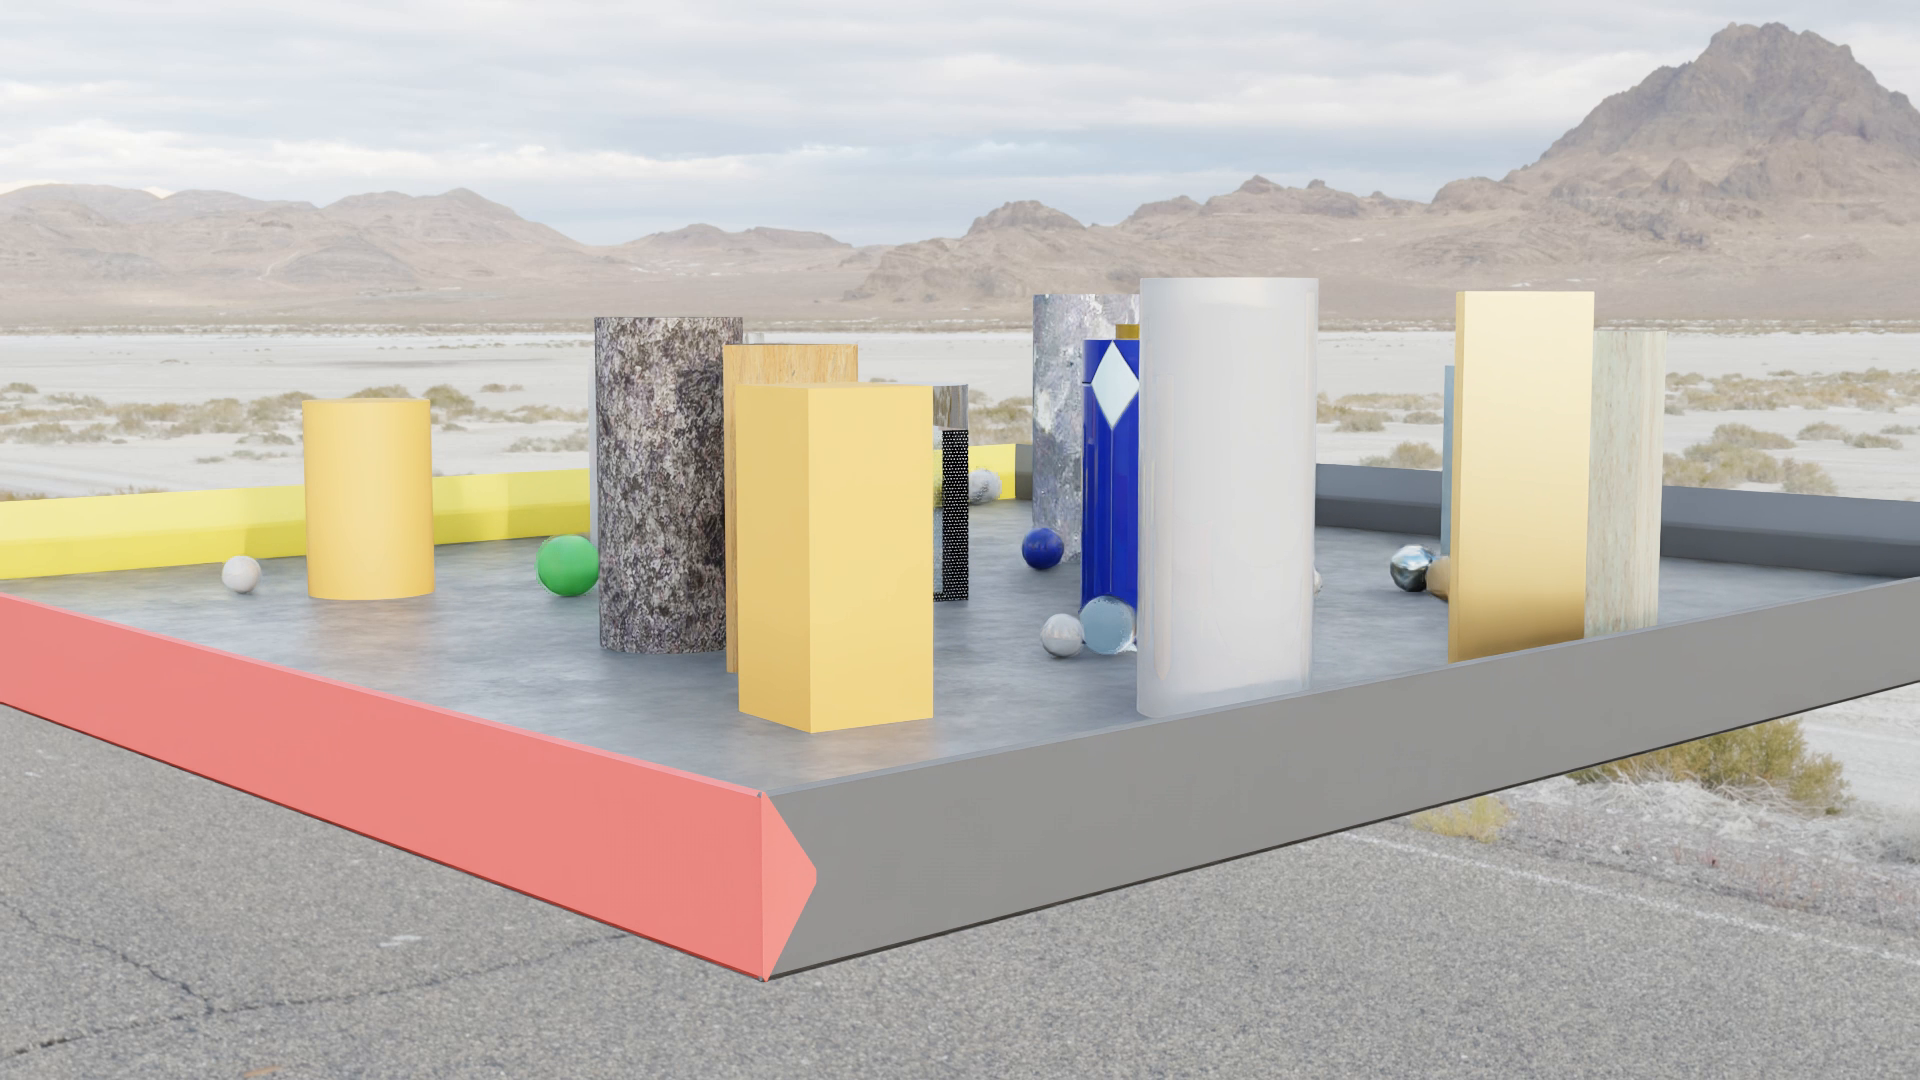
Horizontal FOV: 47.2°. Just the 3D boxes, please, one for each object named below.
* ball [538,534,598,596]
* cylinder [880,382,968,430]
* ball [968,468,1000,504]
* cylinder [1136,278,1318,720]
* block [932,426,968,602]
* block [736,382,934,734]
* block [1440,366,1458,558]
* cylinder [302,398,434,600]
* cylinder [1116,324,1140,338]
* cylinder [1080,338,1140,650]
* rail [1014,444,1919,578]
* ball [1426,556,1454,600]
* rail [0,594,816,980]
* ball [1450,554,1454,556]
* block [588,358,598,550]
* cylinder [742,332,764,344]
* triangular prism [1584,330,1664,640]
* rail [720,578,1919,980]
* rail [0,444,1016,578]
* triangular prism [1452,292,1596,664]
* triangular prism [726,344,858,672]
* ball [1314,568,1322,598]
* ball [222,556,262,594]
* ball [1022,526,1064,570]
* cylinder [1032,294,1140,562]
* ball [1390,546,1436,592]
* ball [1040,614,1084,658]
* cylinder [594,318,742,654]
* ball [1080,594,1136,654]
[{"bbox_3d":[-0.607,0.040,3.416,0.097,0.097,0.097,0,6,0],"label":"ball"},{"bbox_3d":[-0.082,-0.099,3.668,0.195,0.321,0.195,0,6,0],"label":"cylinder"},{"bbox_3d":[0.050,-0.122,5.025,0.083,0.083,0.083,0,6,0],"label":"ball"},{"bbox_3d":[0.294,-0.048,2.430,0.195,0.478,0.195,0,6,0],"label":"cylinder"},{"bbox_3d":[-0.090,-0.042,3.409,0.156,0.262,0.156,-3,7,-24],"label":"block"},{"bbox_3d":[-0.138,0.012,2.408,0.156,0.363,0.156,-4,7,-34],"label":"block"},{"bbox_3d":[0.881,-0.099,3.504,0.156,0.356,0.156,-4,7,-32],"label":"block"},{"bbox_3d":[-0.931,-0.068,3.464,0.195,0.303,0.195,0,6,0],"label":"cylinder"},{"bbox_3d":[0.344,-0.133,3.512,0.195,0.421,0.195,0,6,0],"label":"cylinder"},{"bbox_3d":[0.260,-0.066,2.947,0.195,0.405,0.195,0,6,0],"label":"cylinder"},{"bbox_3d":[0.995,-0.063,4.245,0.045,0.126,2.601,-5,8,-42],"label":"rail"},{"bbox_3d":[0.748,0.059,3.373,0.068,0.068,0.068,0,6,0],"label":"ball"},{"bbox_3d":[-0.995,0.129,2.419,0.045,0.126,2.601,-5,8,-42],"label":"rail"},{"bbox_3d":[0.784,0.053,3.457,0.063,0.063,0.063,0,6,0],"label":"ball"},{"bbox_3d":[-0.576,-0.158,4.053,0.156,0.357,0.156,2,6,20],"label":"block"},{"bbox_3d":[-0.414,-0.133,3.586,0.195,0.406,0.195,0,6,0],"label":"cylinder"},{"bbox_3d":[0.876,-0.066,2.899,0.146,0.416,0.169,-4,7,-35],"label":"triangular prism"},{"bbox_3d":[0.866,0.131,2.399,2.755,0.126,0.045,-5,8,-42],"label":"rail"},{"bbox_3d":[-0.866,-0.065,4.265,2.755,0.126,0.045,-5,8,-42],"label":"rail"},{"bbox_3d":[0.619,-0.055,2.564,0.169,0.464,0.146,-2,6,-15],"label":"triangular prism"},{"bbox_3d":[-0.231,-0.047,2.782,0.169,0.401,0.146,-2,6,-21],"label":"triangular prism"},{"bbox_3d":[0.524,0.066,3.361,0.057,0.057,0.057,0,6,0],"label":"ball"},{"bbox_3d":[-1.129,0.054,3.458,0.059,0.059,0.059,0,6,0],"label":"ball"},{"bbox_3d":[0.142,0.014,3.774,0.074,0.074,0.074,0,6,0],"label":"ball"},{"bbox_3d":[0.228,-0.204,3.949,0.195,0.471,0.195,0,6,0],"label":"cylinder"},{"bbox_3d":[0.717,0.045,3.471,0.075,0.075,0.075,0,6,0],"label":"ball"},{"bbox_3d":[0.131,0.123,2.821,0.056,0.056,0.056,0,6,0],"label":"ball"},{"bbox_3d":[-0.385,-0.078,2.927,0.195,0.434,0.195,0,6,0],"label":"cylinder"},{"bbox_3d":[0.193,0.110,2.847,0.078,0.078,0.078,0,6,0],"label":"ball"}]
